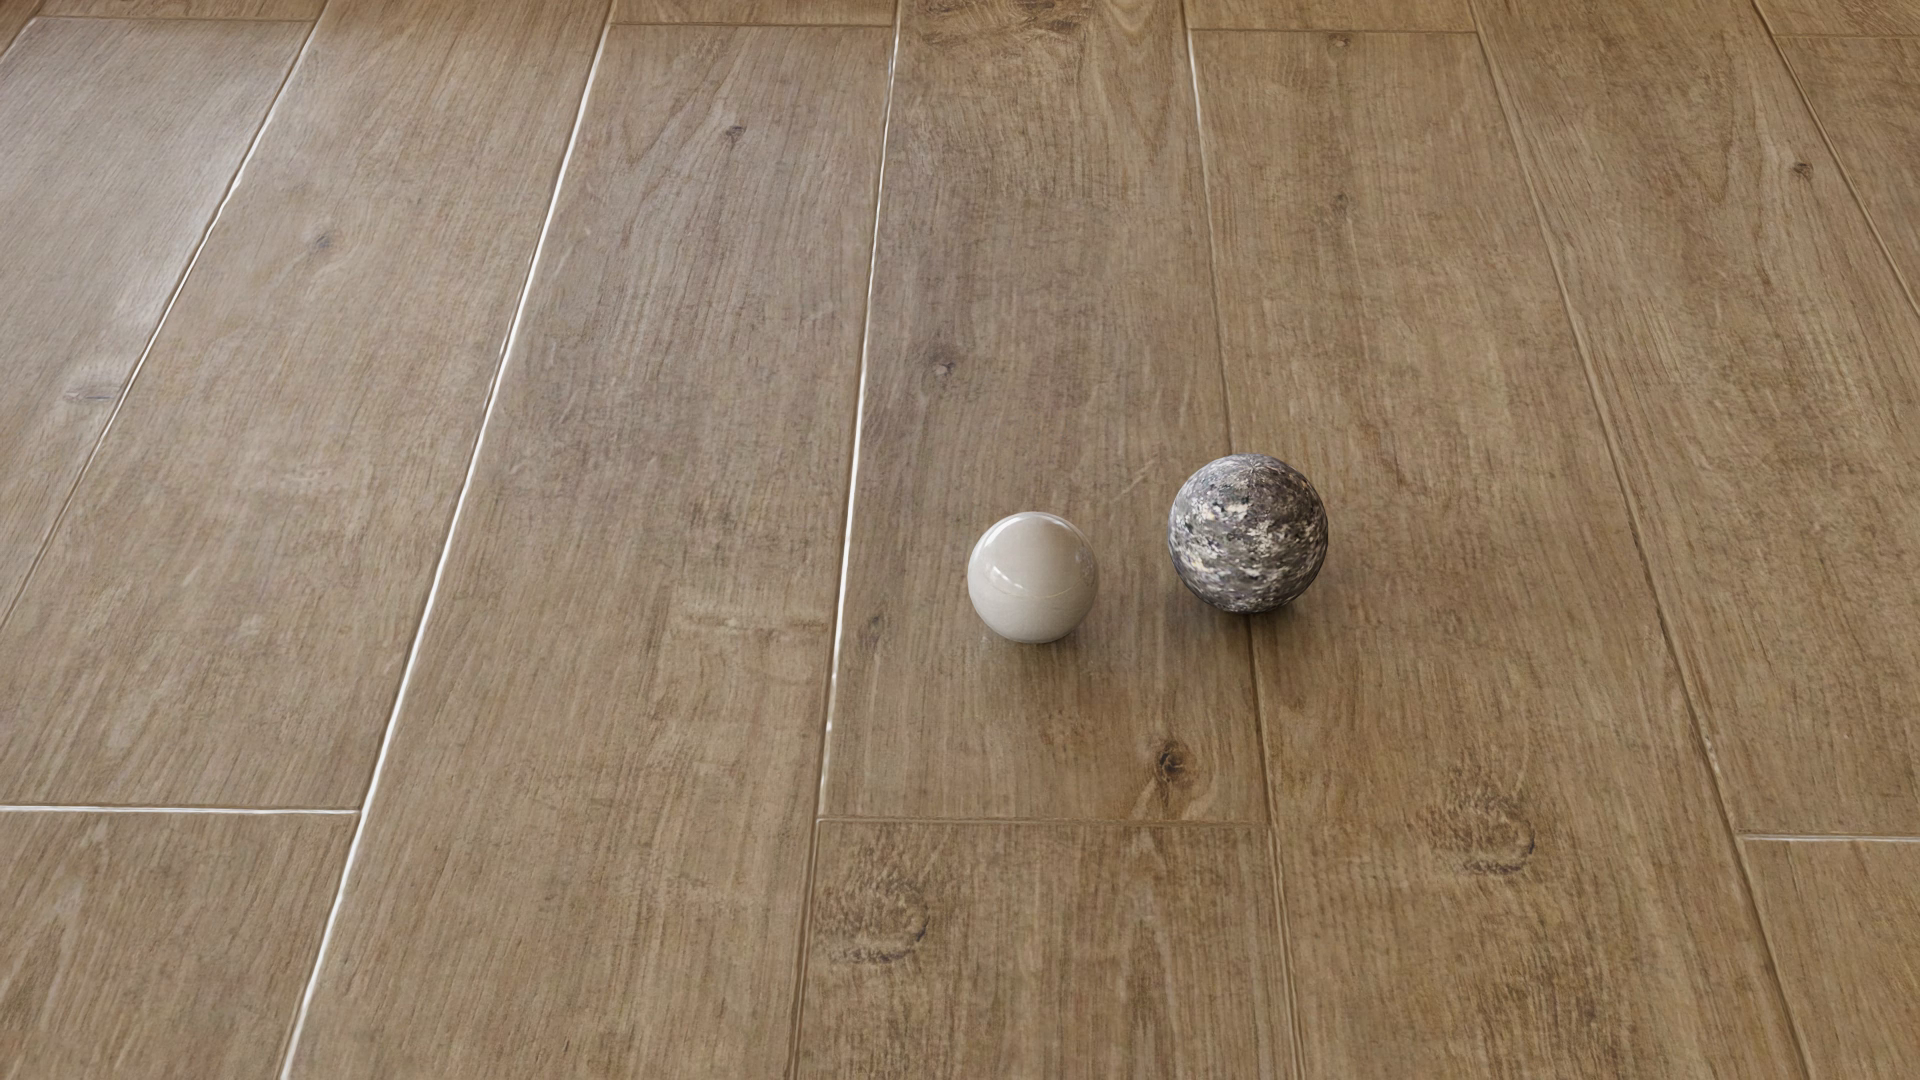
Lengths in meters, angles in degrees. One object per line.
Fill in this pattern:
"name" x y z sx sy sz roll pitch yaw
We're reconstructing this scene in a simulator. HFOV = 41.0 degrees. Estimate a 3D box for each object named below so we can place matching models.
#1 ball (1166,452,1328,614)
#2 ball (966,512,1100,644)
"ball" 0.172 -0.004 1.536 0.097 0.097 0.097 0 37 0
"ball" 0.043 0.022 1.516 0.079 0.079 0.079 0 37 0
